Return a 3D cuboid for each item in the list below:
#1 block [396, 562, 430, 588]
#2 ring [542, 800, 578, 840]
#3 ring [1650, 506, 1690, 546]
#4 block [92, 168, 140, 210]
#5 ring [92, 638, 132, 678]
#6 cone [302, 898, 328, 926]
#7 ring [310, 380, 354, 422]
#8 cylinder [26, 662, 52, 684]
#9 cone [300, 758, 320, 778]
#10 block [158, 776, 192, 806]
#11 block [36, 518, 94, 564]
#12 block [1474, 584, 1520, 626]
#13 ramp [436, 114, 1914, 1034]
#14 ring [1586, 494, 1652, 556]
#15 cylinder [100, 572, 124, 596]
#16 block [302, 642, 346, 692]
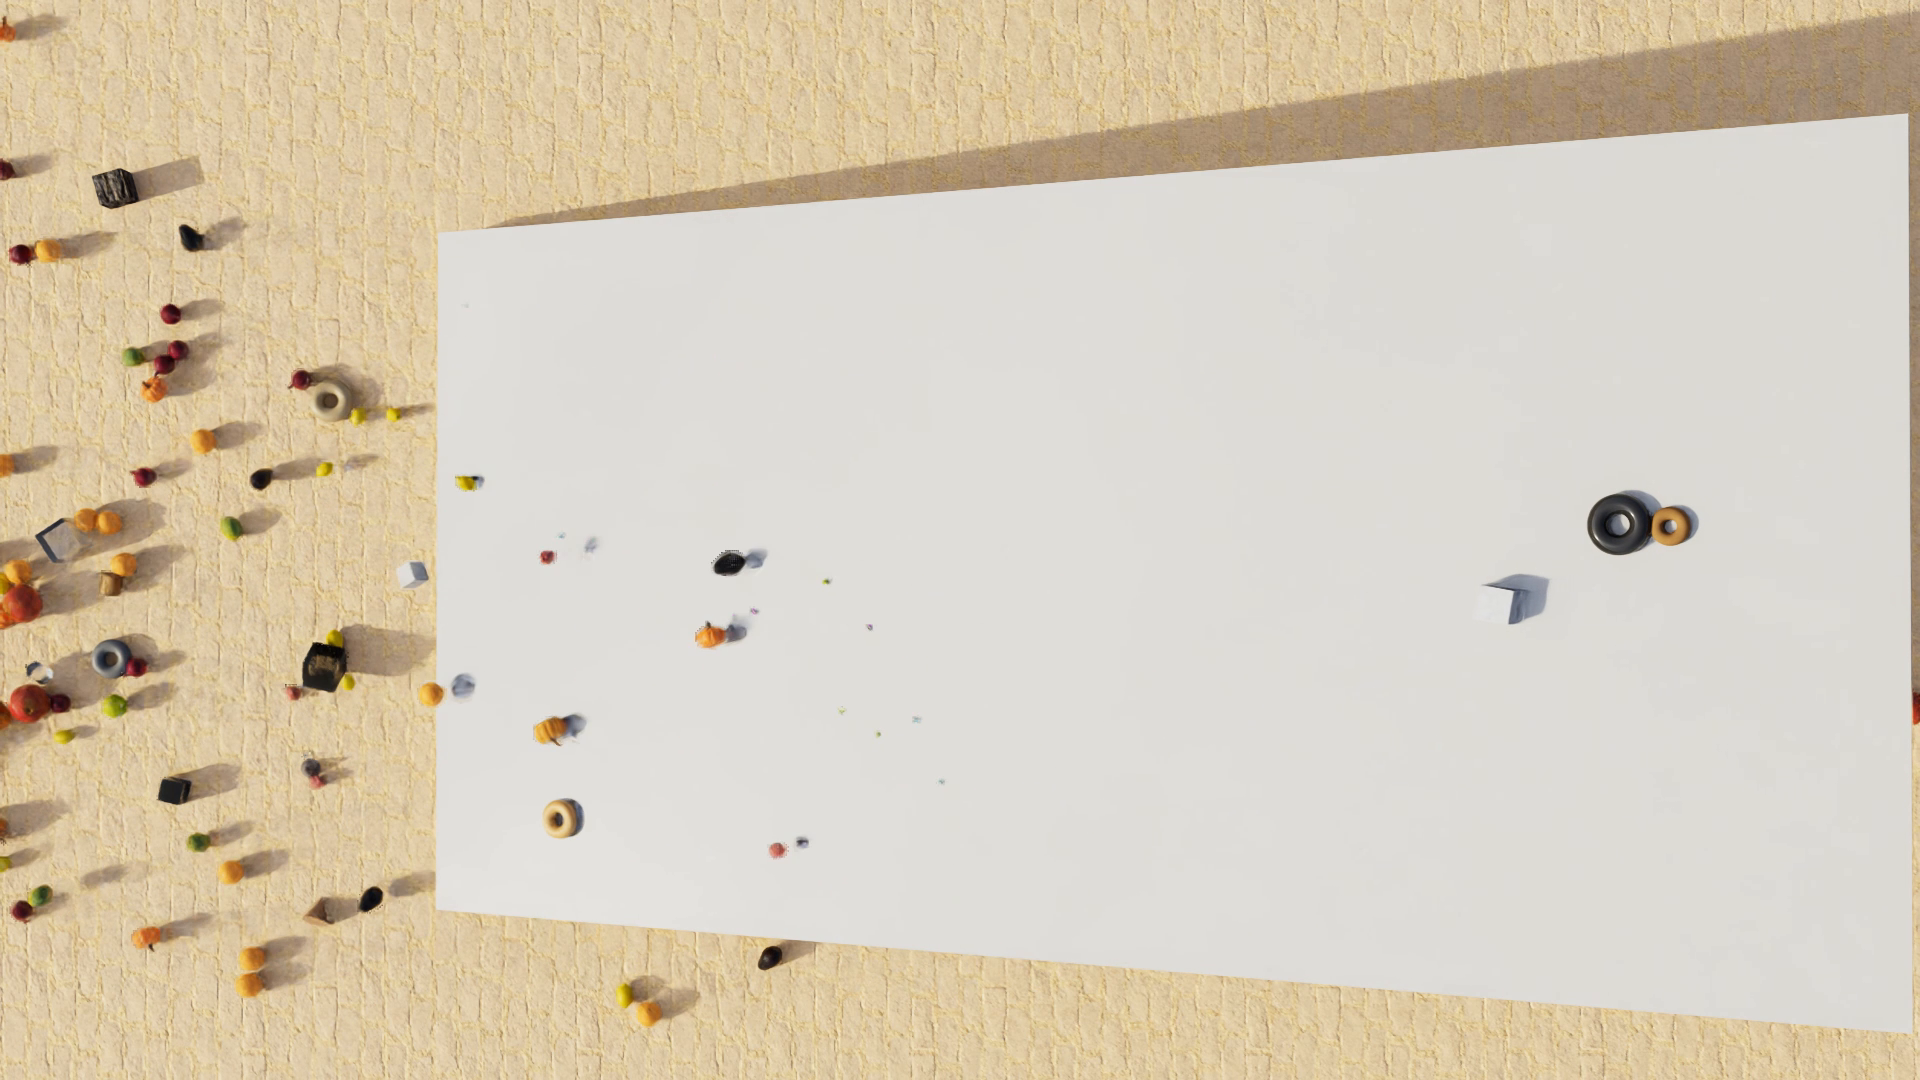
[{"bbox_3d":[-1.621,0.103,6.510,0.059,0.059,0.059,-30,74,27],"label":"block"},{"bbox_3d":[-1.143,0.798,6.279,0.114,0.038,0.114,0,90,24],"label":"ring"},{"bbox_3d":[1.609,-0.031,4.982,0.089,0.030,0.089,-1,87,25],"label":"ring"},{"bbox_3d":[-2.518,-1.047,6.558,0.089,0.089,0.089,-16,89,0],"label":"block"},{"bbox_3d":[-2.533,0.355,6.567,0.120,0.040,0.120,0,91,0],"label":"ring"},{"bbox_3d":[-1.913,1.100,6.560,0.079,0.079,0.079,11,63,0],"label":"cone"},{"bbox_3d":[-1.878,-0.416,6.574,0.130,0.043,0.130,0,88,1],"label":"ring"},{"bbox_3d":[-2.743,0.396,6.550,0.054,0.054,0.054,-5,64,10],"label":"cylinder"},{"bbox_3d":[-1.944,0.683,6.553,0.059,0.059,0.059,0,89,0],"label":"cone"},{"bbox_3d":[-2.340,0.747,6.549,0.066,0.066,0.066,13,89,0],"label":"block"},{"bbox_3d":[-2.665,0.002,6.541,0.098,0.098,0.098,-34,89,0],"label":"block"},{"bbox_3d":[1.251,0.151,5.122,0.080,0.080,0.080,11,94,25],"label":"block"},{"bbox_3d":[0.281,0.081,5.684,4.000,0.100,2.000,0,89,25],"label":"ramp"},{"bbox_3d":[1.504,-0.035,5.022,0.143,0.048,0.143,-1,88,27],"label":"ring"},{"bbox_3d":[-2.528,0.132,6.555,0.058,0.058,0.058,15,100,0],"label":"cylinder"},{"bbox_3d":[-1.885,0.377,6.519,0.096,0.096,0.096,13,130,0],"label":"block"}]
